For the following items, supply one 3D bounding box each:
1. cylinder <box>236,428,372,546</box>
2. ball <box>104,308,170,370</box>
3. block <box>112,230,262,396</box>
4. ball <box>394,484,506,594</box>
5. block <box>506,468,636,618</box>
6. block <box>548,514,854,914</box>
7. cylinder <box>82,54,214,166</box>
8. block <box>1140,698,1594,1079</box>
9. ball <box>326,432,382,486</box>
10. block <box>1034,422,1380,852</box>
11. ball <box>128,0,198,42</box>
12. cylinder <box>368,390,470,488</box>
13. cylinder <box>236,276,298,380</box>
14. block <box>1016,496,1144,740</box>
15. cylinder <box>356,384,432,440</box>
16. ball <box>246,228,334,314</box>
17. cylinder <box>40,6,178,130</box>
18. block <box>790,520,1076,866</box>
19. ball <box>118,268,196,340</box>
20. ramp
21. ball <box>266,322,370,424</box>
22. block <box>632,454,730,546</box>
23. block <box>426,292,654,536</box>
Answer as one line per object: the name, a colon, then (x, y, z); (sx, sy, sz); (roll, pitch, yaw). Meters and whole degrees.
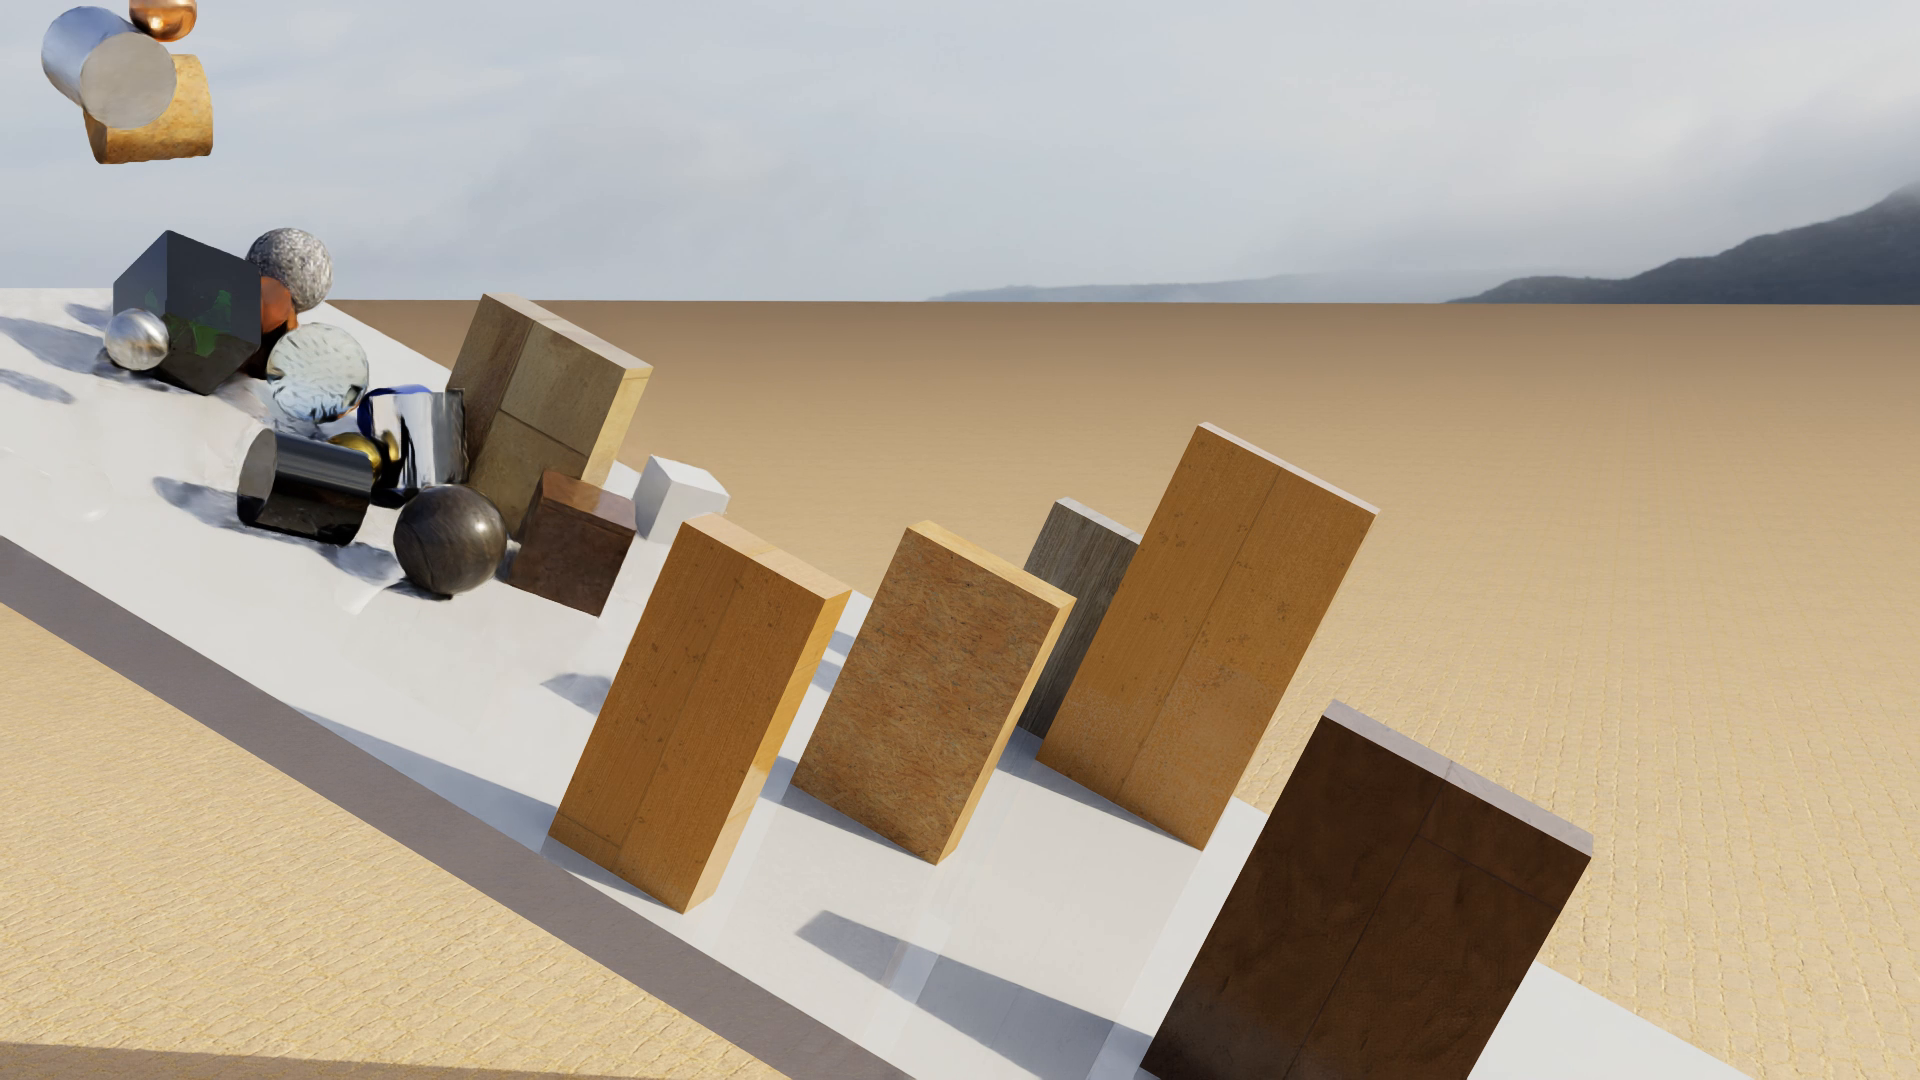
cylinder: (-1.179, -0.094, 3.956); (0.178, 0.178, 0.178); (15, -3, -37)
ball: (-1.529, -0.373, 4.087); (0.115, 0.115, 0.115); (0, 7, 0)
block: (-1.543, -0.450, 4.390); (0.204, 0.204, 0.204); (-33, -36, 32)
ball: (-0.927, -0.001, 4.002); (0.201, 0.201, 0.201); (0, 7, 0)
block: (-0.760, 0.003, 4.302); (0.191, 0.191, 0.191); (21, 14, -15)
block: (-0.388, 0.257, 3.266); (0.244, 0.532, 0.115); (28, 14, 12)
cylinder: (-1.662, -0.881, 4.494); (0.209, 0.209, 0.209); (-12, 12, -31)
block: (0.620, 0.635, 3.385); (0.437, 0.638, 0.135); (28, 14, 12)
ball: (-1.184, -0.148, 4.268); (0.124, 0.124, 0.124); (0, 7, 0)
block: (0.503, 0.199, 4.516); (0.397, 0.784, 0.096); (28, 14, 12)
ball: (-1.546, -1.030, 4.266); (0.127, 0.127, 0.127); (0, 7, 0)
cylinder: (-1.075, -0.200, 4.374); (0.183, 0.183, 0.183); (-3, 5, 0)
cylinder: (-1.475, -0.447, 4.632); (0.157, 0.157, 0.157); (-1, -30, -7)
block: (0.295, 0.215, 4.742); (0.407, 0.479, 0.103); (28, 14, 12)
cylinder: (-1.193, -0.264, 4.682); (0.129, 0.129, 0.129); (2, 9, 14)
ball: (-1.446, -0.580, 4.738); (0.185, 0.185, 0.185); (0, 7, 0)
cylinder: (-1.628, -0.904, 4.206); (0.187, 0.187, 0.187); (-6, 30, -43)
block: (-0.049, 0.266, 3.865); (0.301, 0.515, 0.118); (28, 14, 12)
ball: (-1.688, -0.495, 4.624); (0.157, 0.157, 0.157); (0, 7, 0)
ramp: (-0.258, 0.438, 4.167); (4.000, 0.100, 2.000); (28, 14, 12)
ball: (-1.335, -0.347, 4.572); (0.209, 0.209, 0.209); (0, 7, 0)
block: (-0.632, -0.079, 4.927); (0.148, 0.148, 0.148); (16, 16, -34)
block: (-0.881, -0.241, 4.516); (0.348, 0.421, 0.127); (28, 14, 12)
